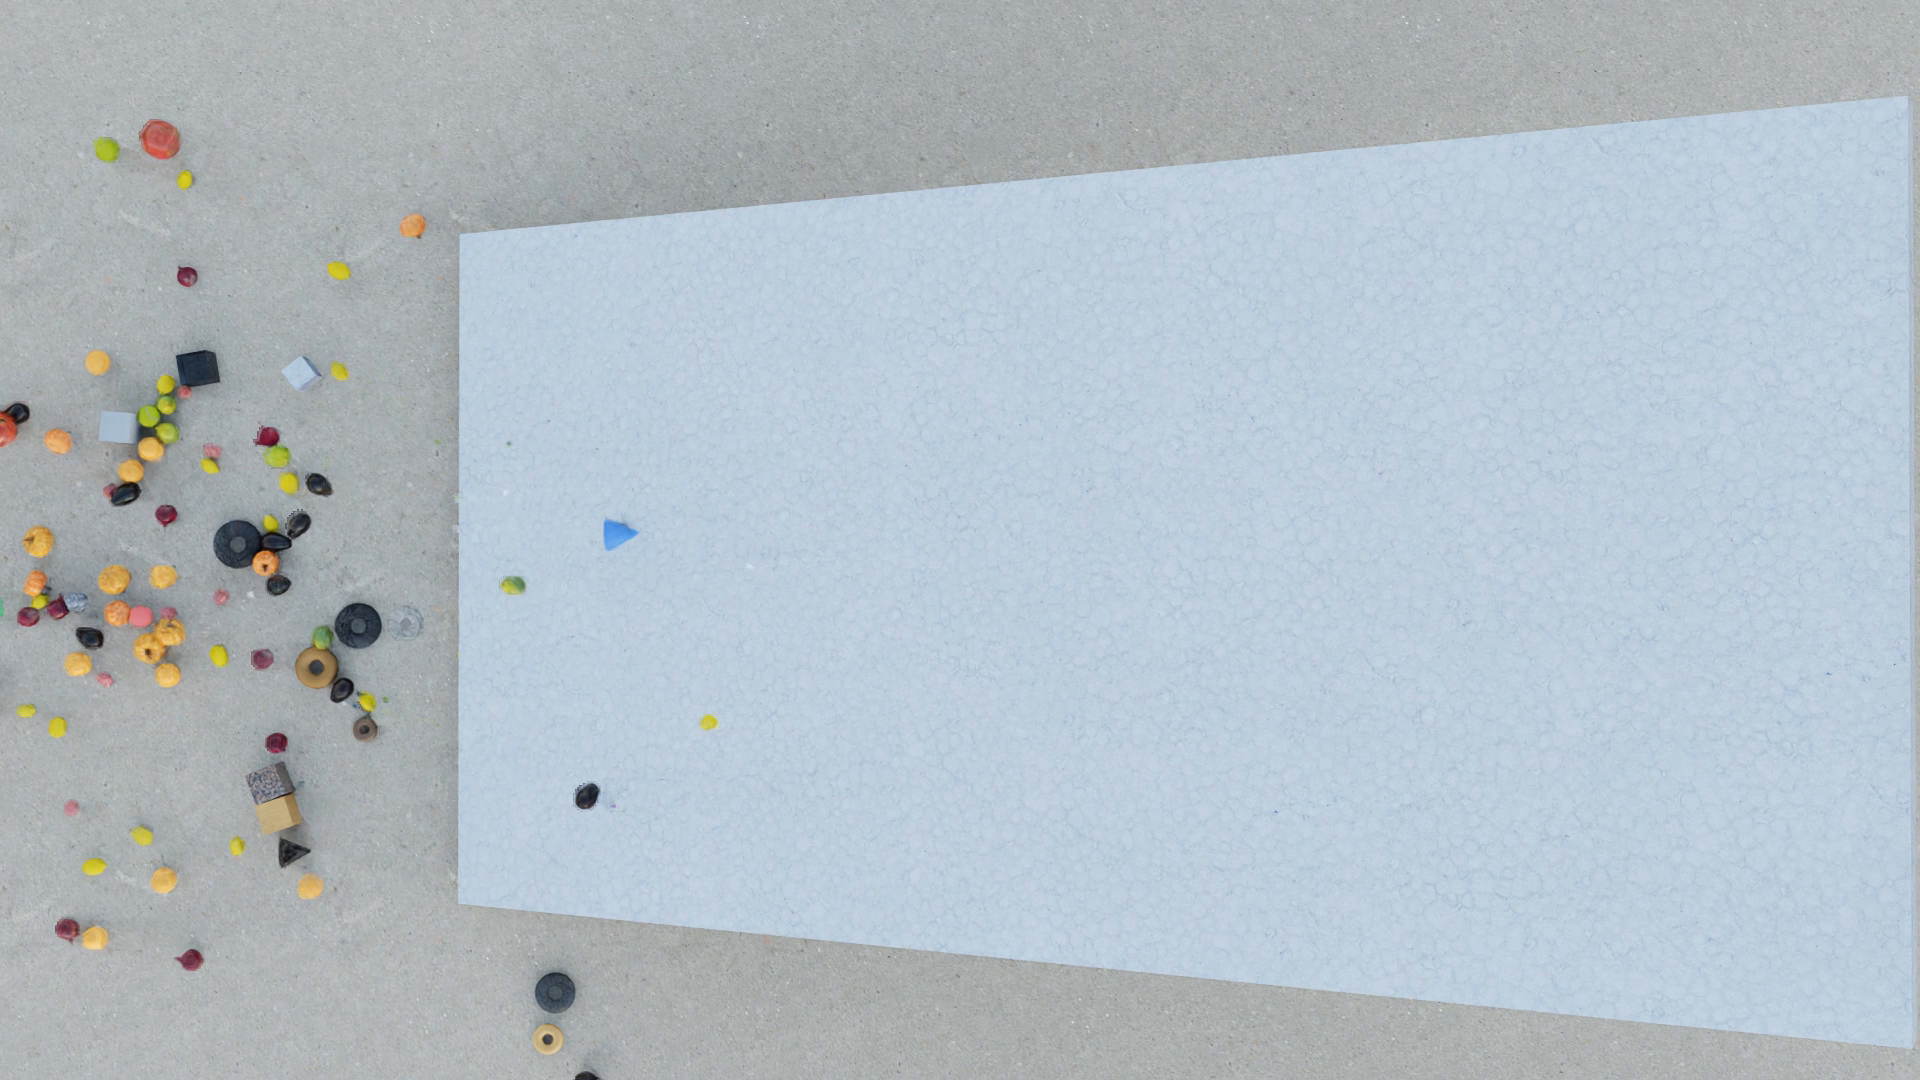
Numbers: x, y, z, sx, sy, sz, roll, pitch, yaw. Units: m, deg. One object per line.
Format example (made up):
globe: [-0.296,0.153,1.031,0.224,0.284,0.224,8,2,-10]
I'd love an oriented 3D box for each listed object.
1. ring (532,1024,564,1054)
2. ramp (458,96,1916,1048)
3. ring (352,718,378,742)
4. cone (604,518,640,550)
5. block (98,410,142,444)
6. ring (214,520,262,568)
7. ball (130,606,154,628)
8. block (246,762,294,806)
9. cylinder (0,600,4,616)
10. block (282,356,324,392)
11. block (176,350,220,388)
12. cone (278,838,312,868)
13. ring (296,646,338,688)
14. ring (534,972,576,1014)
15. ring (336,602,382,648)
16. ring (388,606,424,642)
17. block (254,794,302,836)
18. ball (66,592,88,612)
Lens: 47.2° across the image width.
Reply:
ring: [-1.241,1.504,6.627,0.094,0.031,0.094,0,89,-1]
ramp: [0.272,0.076,5.635,4.000,0.100,2.000,0,89,29]
ring: [-1.796,0.573,6.639,0.075,0.025,0.075,0,88,1]
cone: [-0.954,-0.018,6.241,0.096,0.096,0.096,-3,89,2]
block: [-2.525,-0.337,6.616,0.090,0.090,0.090,5,89,0]
ring: [-2.178,0.013,6.633,0.147,0.049,0.147,0,89,-1]
ball: [-2.465,0.232,6.621,0.067,0.067,0.067,0,89,0]
block: [-2.071,0.730,6.603,0.094,0.094,0.094,-22,89,0]
cylinder: [-2.917,0.204,6.627,0.057,0.057,0.057,-10,89,0]
block: [-1.982,-0.500,6.625,0.075,0.075,0.075,-38,90,0]
block: [-2.293,-0.515,6.617,0.090,0.090,0.090,-10,89,0]
cone: [-1.999,0.940,6.627,0.090,0.090,0.090,-1,89,-27]
ring: [-1.940,0.385,6.632,0.130,0.043,0.130,0,90,-1]
ring: [-1.219,1.364,6.623,0.123,0.041,0.123,0,88,1]
ring: [-1.814,0.259,6.632,0.139,0.046,0.139,0,90,-1]
ring: [-1.674,0.254,6.637,0.108,0.036,0.108,0,89,0]
block: [-2.046,0.823,6.603,0.092,0.092,0.092,-18,89,0]
ball: [-2.660,0.187,6.624,0.063,0.063,0.063,0,89,0]
